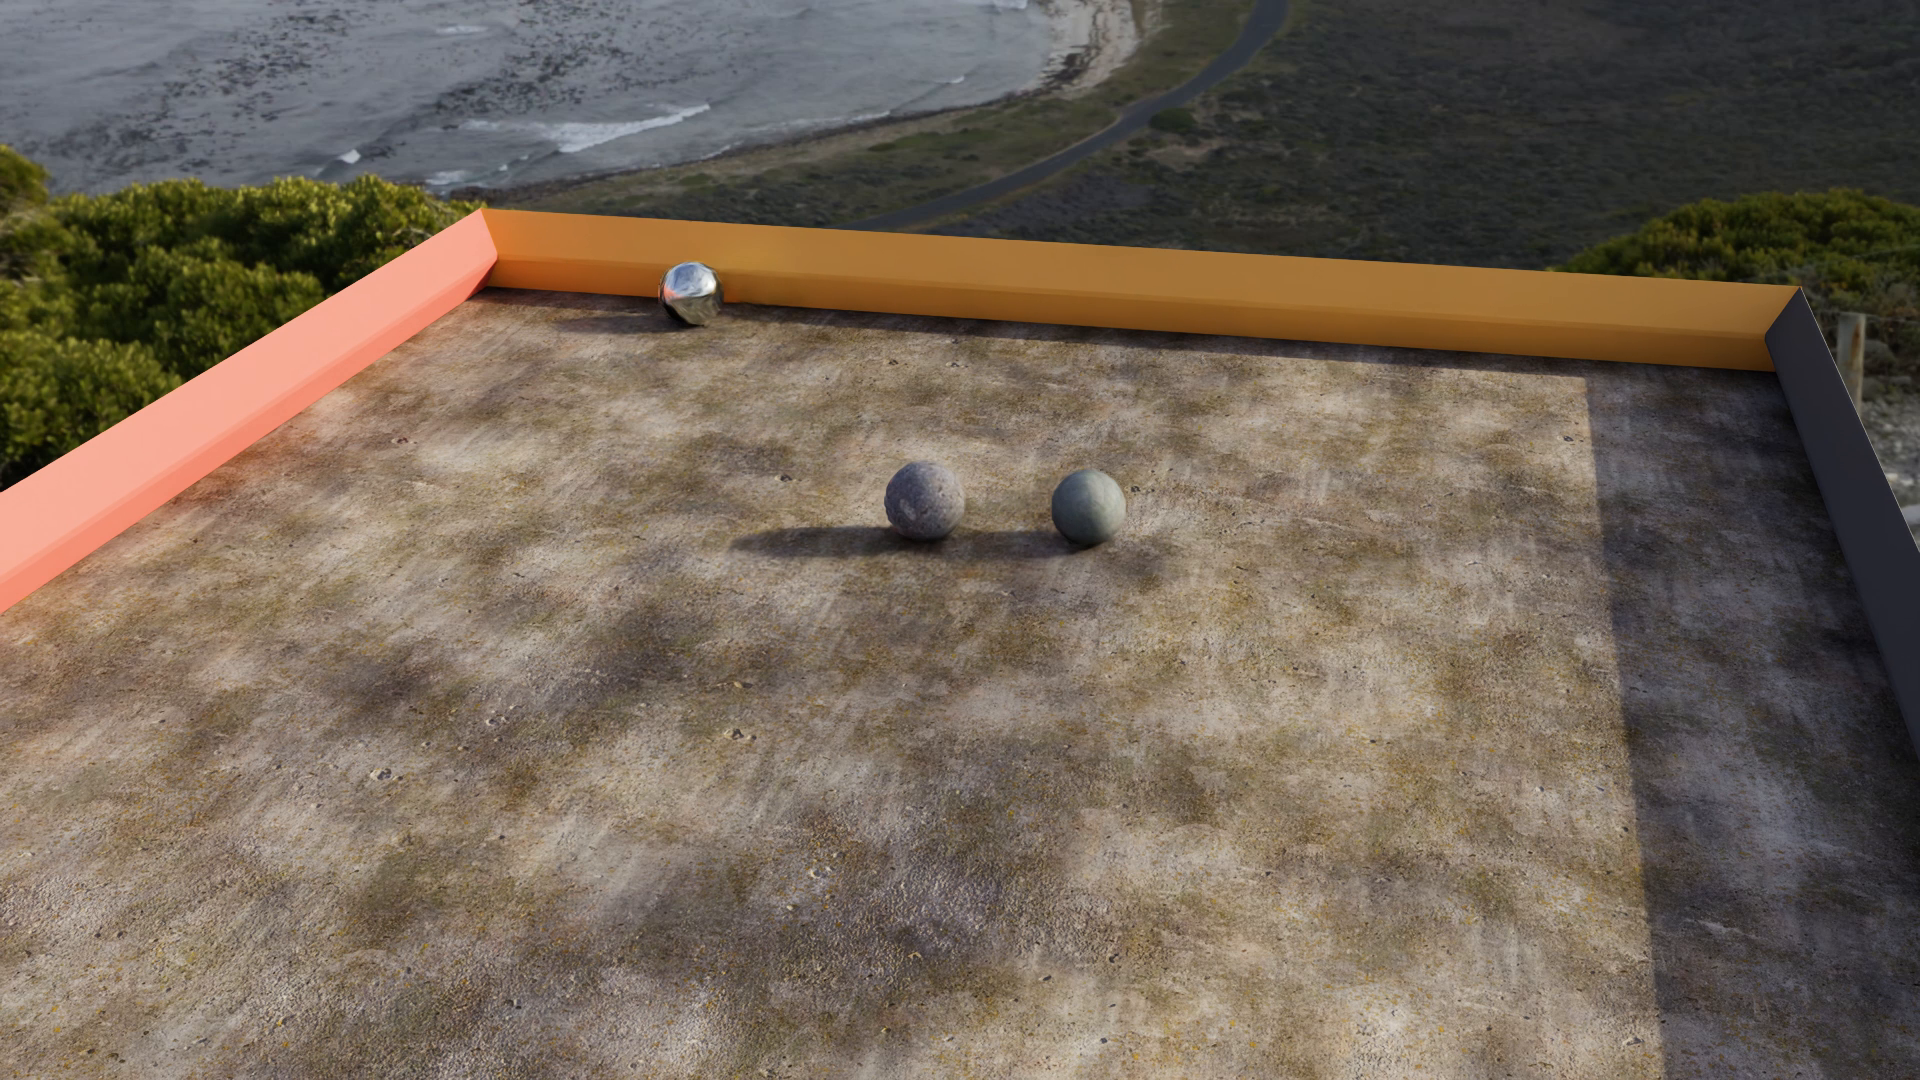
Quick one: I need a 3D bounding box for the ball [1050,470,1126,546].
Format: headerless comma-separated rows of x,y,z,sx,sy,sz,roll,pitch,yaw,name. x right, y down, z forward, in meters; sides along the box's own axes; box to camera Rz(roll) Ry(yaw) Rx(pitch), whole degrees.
0.149,-0.037,2.555,0.088,0.088,0.088,0,23,0,ball

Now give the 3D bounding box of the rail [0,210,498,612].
-1.162,0.267,1.787,0.045,0.126,3.852,5,24,12,rail

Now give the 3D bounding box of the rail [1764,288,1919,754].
0.741,0.434,1.395,0.045,0.126,3.852,5,24,12,rail

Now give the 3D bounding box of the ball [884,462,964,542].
-0.041,-0.045,2.565,0.094,0.094,0.094,0,23,0,ball

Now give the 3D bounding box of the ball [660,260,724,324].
-0.407,-0.375,3.340,0.097,0.097,0.097,0,23,0,ball

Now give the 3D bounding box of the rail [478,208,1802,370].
0.205,-0.375,3.300,1.998,0.126,0.045,5,24,12,rail
